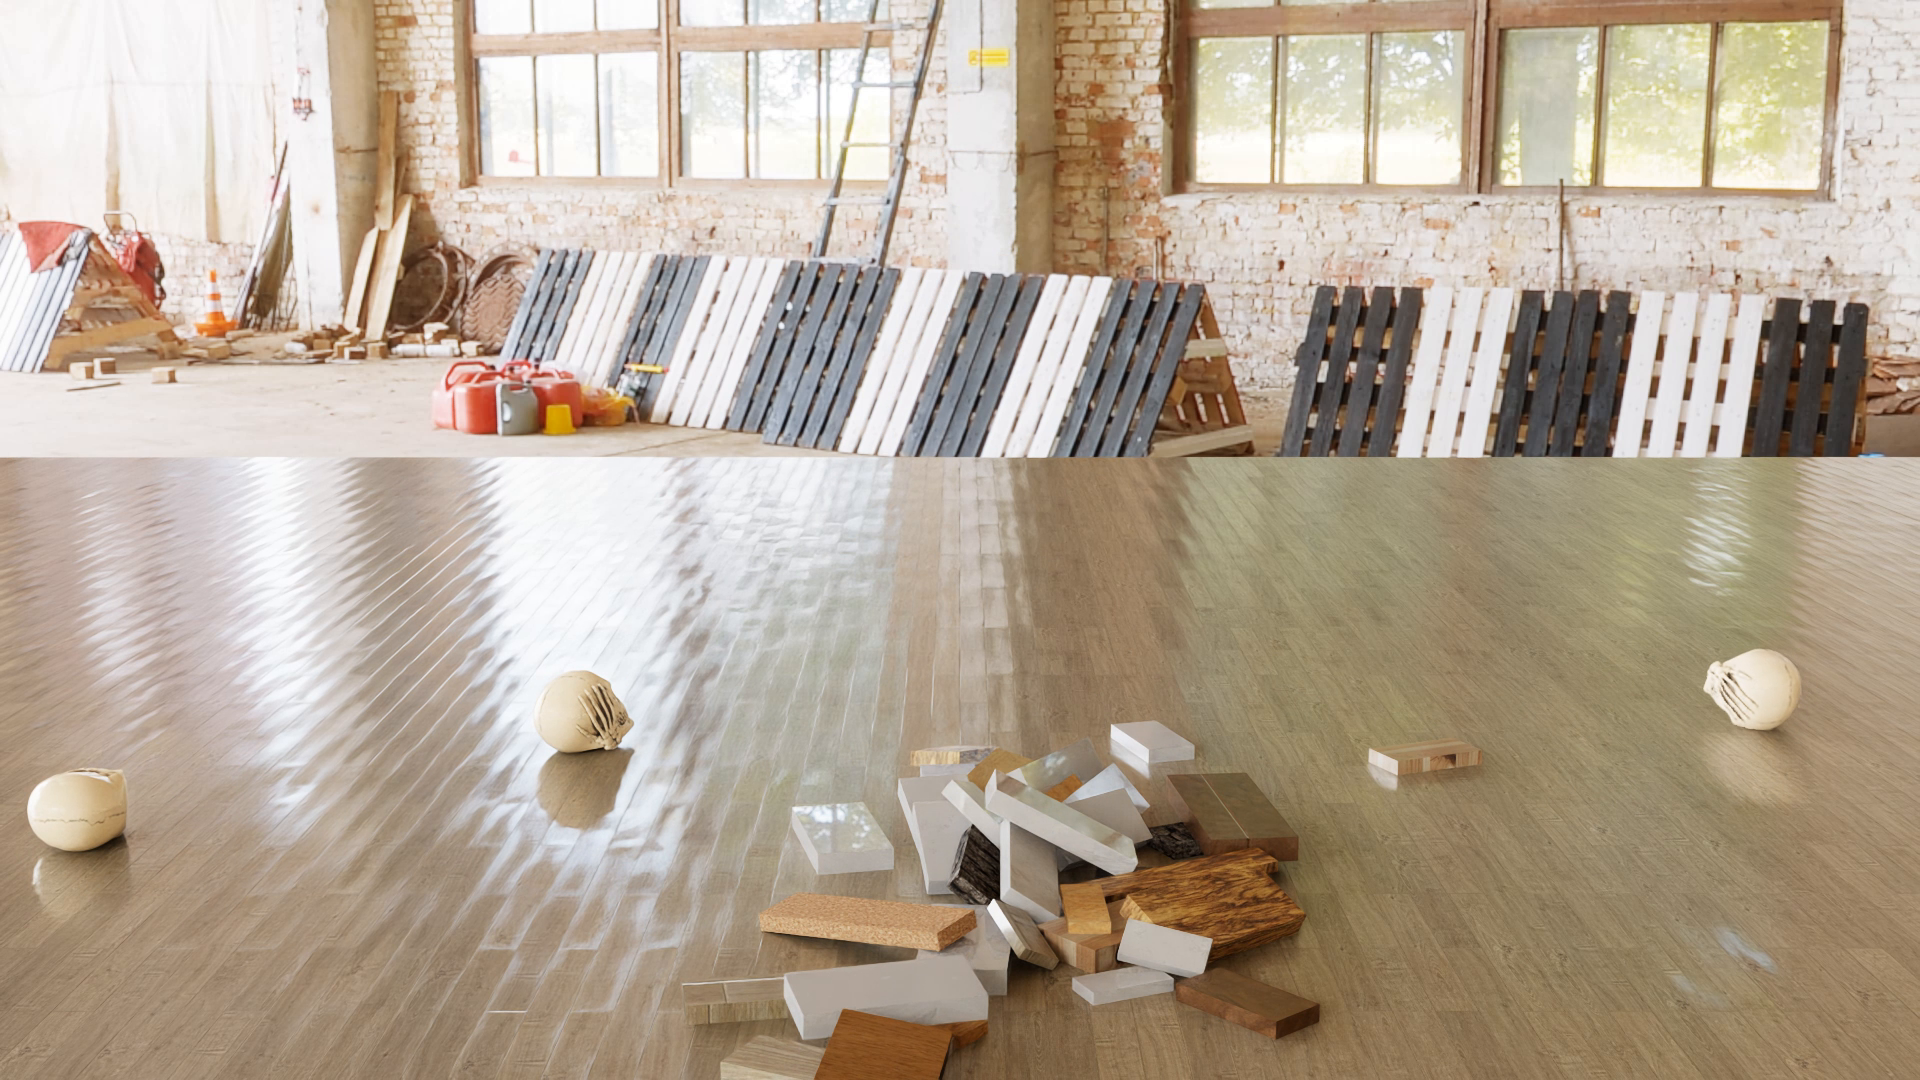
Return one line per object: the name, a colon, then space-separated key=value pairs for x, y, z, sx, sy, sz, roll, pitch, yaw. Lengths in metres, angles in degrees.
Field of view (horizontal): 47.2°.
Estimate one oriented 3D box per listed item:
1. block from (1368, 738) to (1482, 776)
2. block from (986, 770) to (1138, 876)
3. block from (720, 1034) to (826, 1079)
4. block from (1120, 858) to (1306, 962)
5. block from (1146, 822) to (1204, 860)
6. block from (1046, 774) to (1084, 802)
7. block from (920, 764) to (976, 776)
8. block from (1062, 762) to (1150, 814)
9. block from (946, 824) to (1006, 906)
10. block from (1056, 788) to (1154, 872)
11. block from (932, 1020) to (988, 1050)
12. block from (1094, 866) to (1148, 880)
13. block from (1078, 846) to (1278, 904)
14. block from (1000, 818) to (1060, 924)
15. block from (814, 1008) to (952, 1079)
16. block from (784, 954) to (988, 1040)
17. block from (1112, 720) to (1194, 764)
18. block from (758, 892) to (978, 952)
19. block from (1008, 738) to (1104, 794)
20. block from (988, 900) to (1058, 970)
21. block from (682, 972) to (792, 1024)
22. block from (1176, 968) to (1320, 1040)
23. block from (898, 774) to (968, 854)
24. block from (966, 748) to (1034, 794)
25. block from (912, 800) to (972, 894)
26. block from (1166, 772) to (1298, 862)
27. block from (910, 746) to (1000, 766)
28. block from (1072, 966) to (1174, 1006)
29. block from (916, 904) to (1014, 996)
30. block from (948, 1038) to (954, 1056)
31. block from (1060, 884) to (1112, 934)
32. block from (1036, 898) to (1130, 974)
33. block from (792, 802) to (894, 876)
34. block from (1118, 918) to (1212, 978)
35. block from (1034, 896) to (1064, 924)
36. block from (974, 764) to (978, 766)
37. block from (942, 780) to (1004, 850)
block: x=0.937 y=0.435 z=4.426 sx=0.202 sy=0.029 sz=0.101 roll=-4 pitch=11 yaw=-23
block: x=0.169 y=0.478 z=3.693 sx=0.266 sy=0.038 sz=0.133 roll=28 pitch=8 yaw=-4
block: x=-0.208 y=0.711 z=2.940 sx=0.200 sy=0.028 sz=0.100 roll=5 pitch=12 yaw=26
block: x=0.397 y=0.584 z=3.433 sx=0.274 sy=0.039 sz=0.137 roll=-9 pitch=41 yaw=-39
block: x=0.440 y=0.528 z=3.925 sx=0.202 sy=0.029 sz=0.101 roll=-5 pitch=12 yaw=-27
block: x=0.188 y=0.493 z=3.925 sx=0.030 sy=0.105 sz=0.211 roll=-43 pitch=-9 yaw=25
block: x=-0.015 y=0.478 z=4.075 sx=0.103 sy=0.029 sz=0.206 roll=-1 pitch=23 yaw=-5
block: x=0.267 y=0.480 z=3.995 sx=0.030 sy=0.105 sz=0.211 roll=-44 pitch=-9 yaw=24
block: x=0.040 y=0.548 z=3.604 sx=0.105 sy=0.030 sz=0.210 roll=39 pitch=16 yaw=-5
block: x=0.233 y=0.506 z=3.854 sx=0.211 sy=0.105 sz=0.030 roll=-9 pitch=-30 yaw=-41
block: x=-0.034 y=0.684 z=3.110 sx=0.134 sy=0.019 sz=0.067 roll=7 pitch=13 yaw=35
block: x=0.321 y=0.576 z=3.673 sx=0.190 sy=0.027 sz=0.095 roll=1 pitch=11 yaw=6
block: x=0.359 y=0.558 z=3.635 sx=0.349 sy=0.019 sz=0.066 roll=-7 pitch=17 yaw=-24
block: x=0.112 y=0.534 z=3.568 sx=0.095 sy=0.027 sz=0.264 roll=33 pitch=17 yaw=-10
block: x=-0.107 y=0.703 z=2.824 sx=0.152 sy=0.043 sz=0.303 roll=11 pitch=15 yaw=5
block: x=-0.106 y=0.648 z=3.123 sx=0.266 sy=0.038 sz=0.133 roll=-3 pitch=15 yaw=-16
block: x=0.396 y=0.415 z=4.533 sx=0.101 sy=0.029 sz=0.202 roll=-3 pitch=11 yaw=-18
block: x=-0.147 y=0.594 z=3.432 sx=0.352 sy=0.028 sz=0.100 roll=-1 pitch=12 yaw=36
block: x=0.189 y=0.454 z=4.063 sx=0.035 sy=0.124 sz=0.248 roll=-30 pitch=-8 yaw=34
block: x=0.096 y=0.604 z=3.371 sx=0.067 sy=0.019 sz=0.134 roll=25 pitch=13 yaw=-30
block: x=-0.300 y=0.664 z=3.193 sx=0.200 sy=0.028 sz=0.100 roll=-2 pitch=11 yaw=-10
block: x=0.415 y=0.668 z=3.177 sx=0.095 sy=0.027 sz=0.190 roll=-9 pitch=14 yaw=-41
block: x=-0.022 y=0.499 z=3.854 sx=0.124 sy=0.035 sz=0.247 roll=-3 pitch=29 yaw=-14
block: x=0.071 y=0.462 z=4.043 sx=0.124 sy=0.035 sz=0.247 roll=17 pitch=24 yaw=21
block: x=-0.016 y=0.522 z=3.743 sx=0.105 sy=0.030 sz=0.210 roll=0 pitch=32 yaw=-10
block: x=0.480 y=0.492 z=3.922 sx=0.152 sy=0.043 sz=0.383 roll=-1 pitch=11 yaw=-6
block: x=-0.009 y=0.426 z=4.337 sx=0.103 sy=0.029 sz=0.206 roll=-1 pitch=-2 yaw=23
block: x=0.241 y=0.657 z=3.254 sx=0.134 sy=0.019 sz=0.067 roll=-5 pitch=12 yaw=-24
block: x=0.011 y=0.625 z=3.373 sx=0.137 sy=0.039 sz=0.274 roll=1 pitch=11 yaw=4
block: x=-0.081 y=0.698 z=3.034 sx=0.132 sy=0.019 sz=0.066 roll=4 pitch=11 yaw=20
block: x=0.197 y=0.580 z=3.461 sx=0.065 sy=0.018 sz=0.174 roll=0 pitch=11 yaw=-2
block: x=0.265 y=0.611 z=3.449 sx=0.275 sy=0.039 sz=0.137 roll=-9 pitch=14 yaw=-39
block: x=-0.210 y=0.528 z=3.902 sx=0.133 sy=0.038 sz=0.273 roll=-3 pitch=11 yaw=-13
block: x=0.307 y=0.613 z=3.295 sx=0.130 sy=0.018 sz=0.065 roll=12 pitch=46 yaw=13
block: x=0.146 y=0.604 z=3.542 sx=0.066 sy=0.019 sz=0.132 roll=0 pitch=11 yaw=-1
block: x=-0.005 y=0.473 z=4.220 sx=0.103 sy=0.029 sz=0.206 roll=0 pitch=11 yaw=0
block: x=0.068 y=0.490 z=3.734 sx=0.210 sy=0.030 sz=0.105 roll=42 pitch=7 yaw=21
